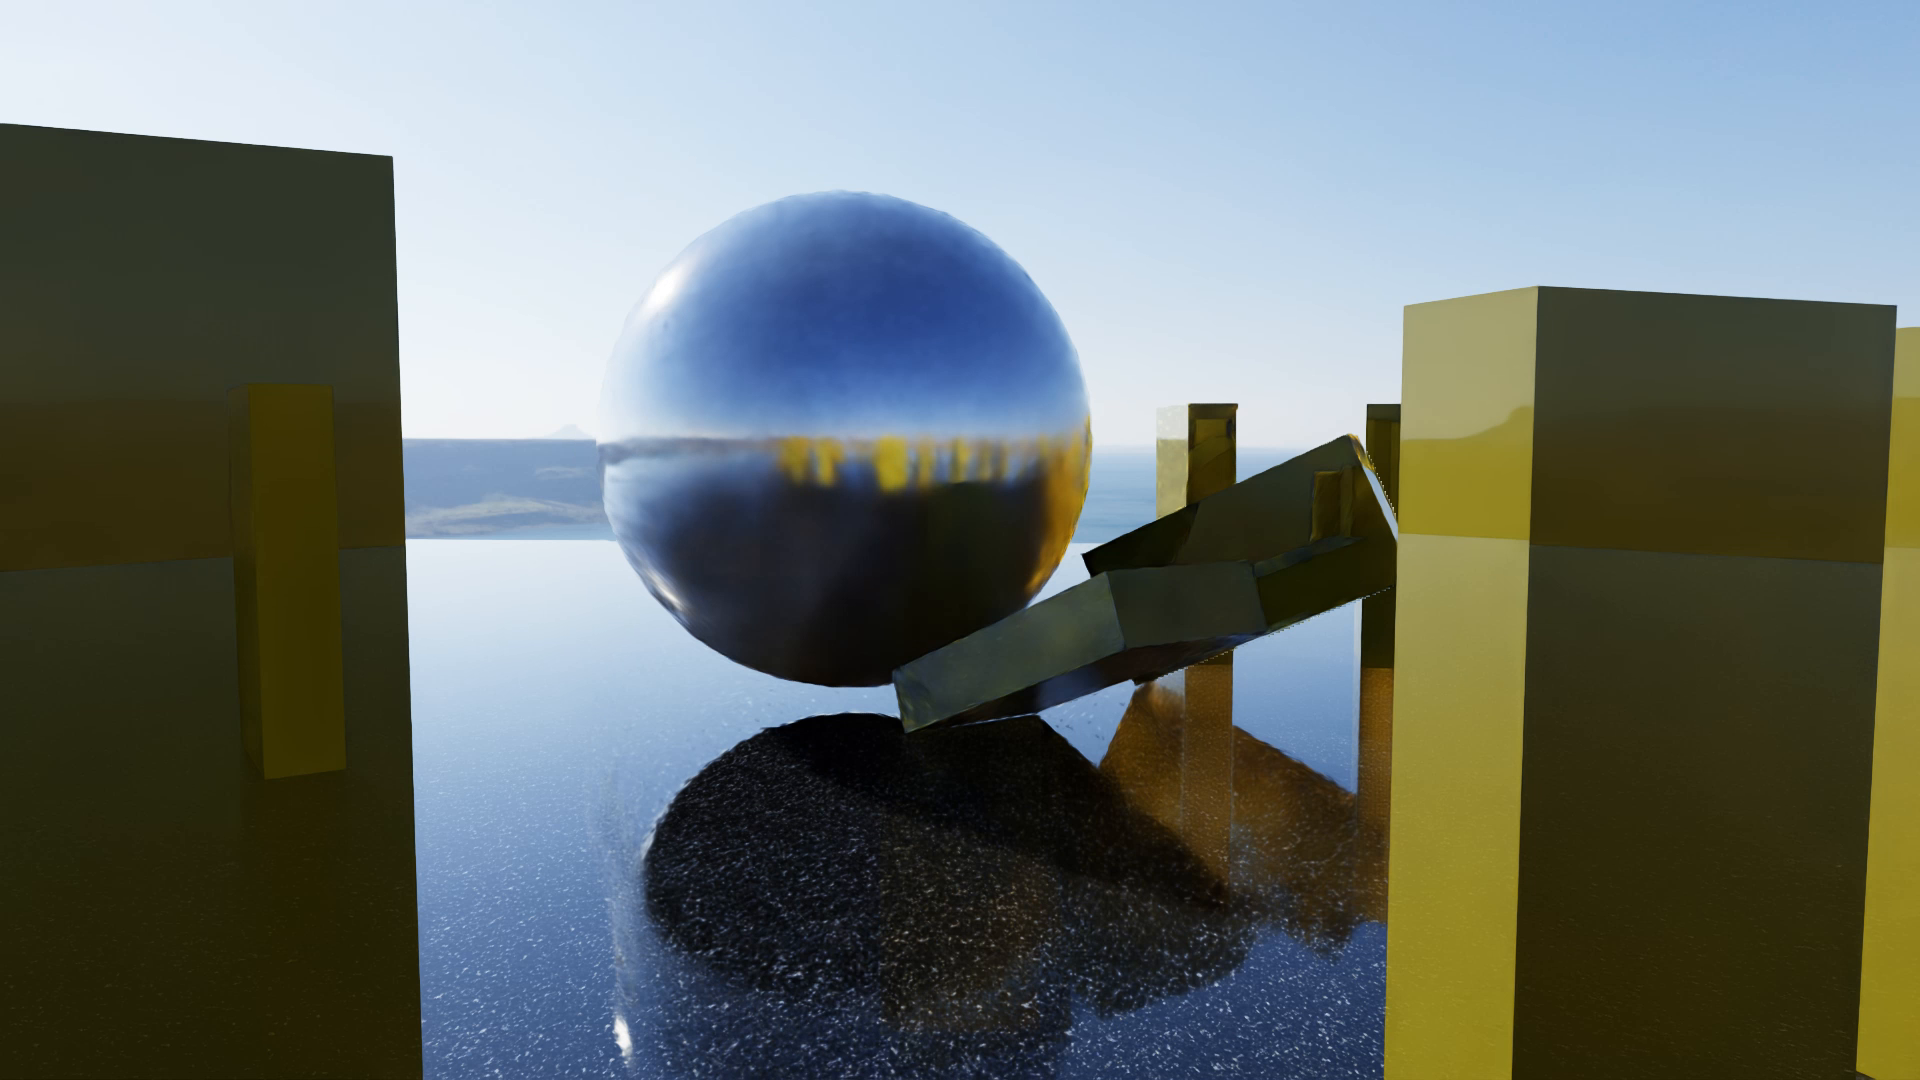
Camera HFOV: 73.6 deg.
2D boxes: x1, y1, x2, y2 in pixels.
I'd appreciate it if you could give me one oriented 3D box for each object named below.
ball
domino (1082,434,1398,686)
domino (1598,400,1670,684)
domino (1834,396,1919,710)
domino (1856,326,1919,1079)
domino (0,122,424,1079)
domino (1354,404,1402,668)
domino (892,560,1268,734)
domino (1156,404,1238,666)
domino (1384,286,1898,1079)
[{"bbox_3d":[-0.018,-0.016,0.210,0.080,0.080,0.080,0,4,0],"label":"ball"},{"bbox_3d":[0.049,0.004,0.219,0.050,0.025,0.010,-26,-10,25],"label":"domino"},{"bbox_3d":[0.125,0.000,0.238,0.010,0.050,0.025,2,5,28],"label":"domino"},{"bbox_3d":[0.156,0.001,0.217,0.009,0.050,0.025,4,6,42],"label":"domino"},{"bbox_3d":[0.067,0.011,0.084,0.010,0.050,0.025,-2,5,-22],"label":"domino"},{"bbox_3d":[-0.024,0.014,0.045,0.010,0.050,0.025,-2,5,-24],"label":"domino"},{"bbox_3d":[0.084,-0.001,0.254,0.010,0.050,0.025,1,4,14],"label":"domino"},{"bbox_3d":[0.015,0.015,0.177,0.025,0.009,0.050,-3,-16,-36],"label":"domino"},{"bbox_3d":[0.047,-0.002,0.258,0.010,0.050,0.025,0,4,-5],"label":"domino"},{"bbox_3d":[0.038,0.012,0.072,0.025,0.050,0.010,-2,5,-20],"label":"domino"}]
